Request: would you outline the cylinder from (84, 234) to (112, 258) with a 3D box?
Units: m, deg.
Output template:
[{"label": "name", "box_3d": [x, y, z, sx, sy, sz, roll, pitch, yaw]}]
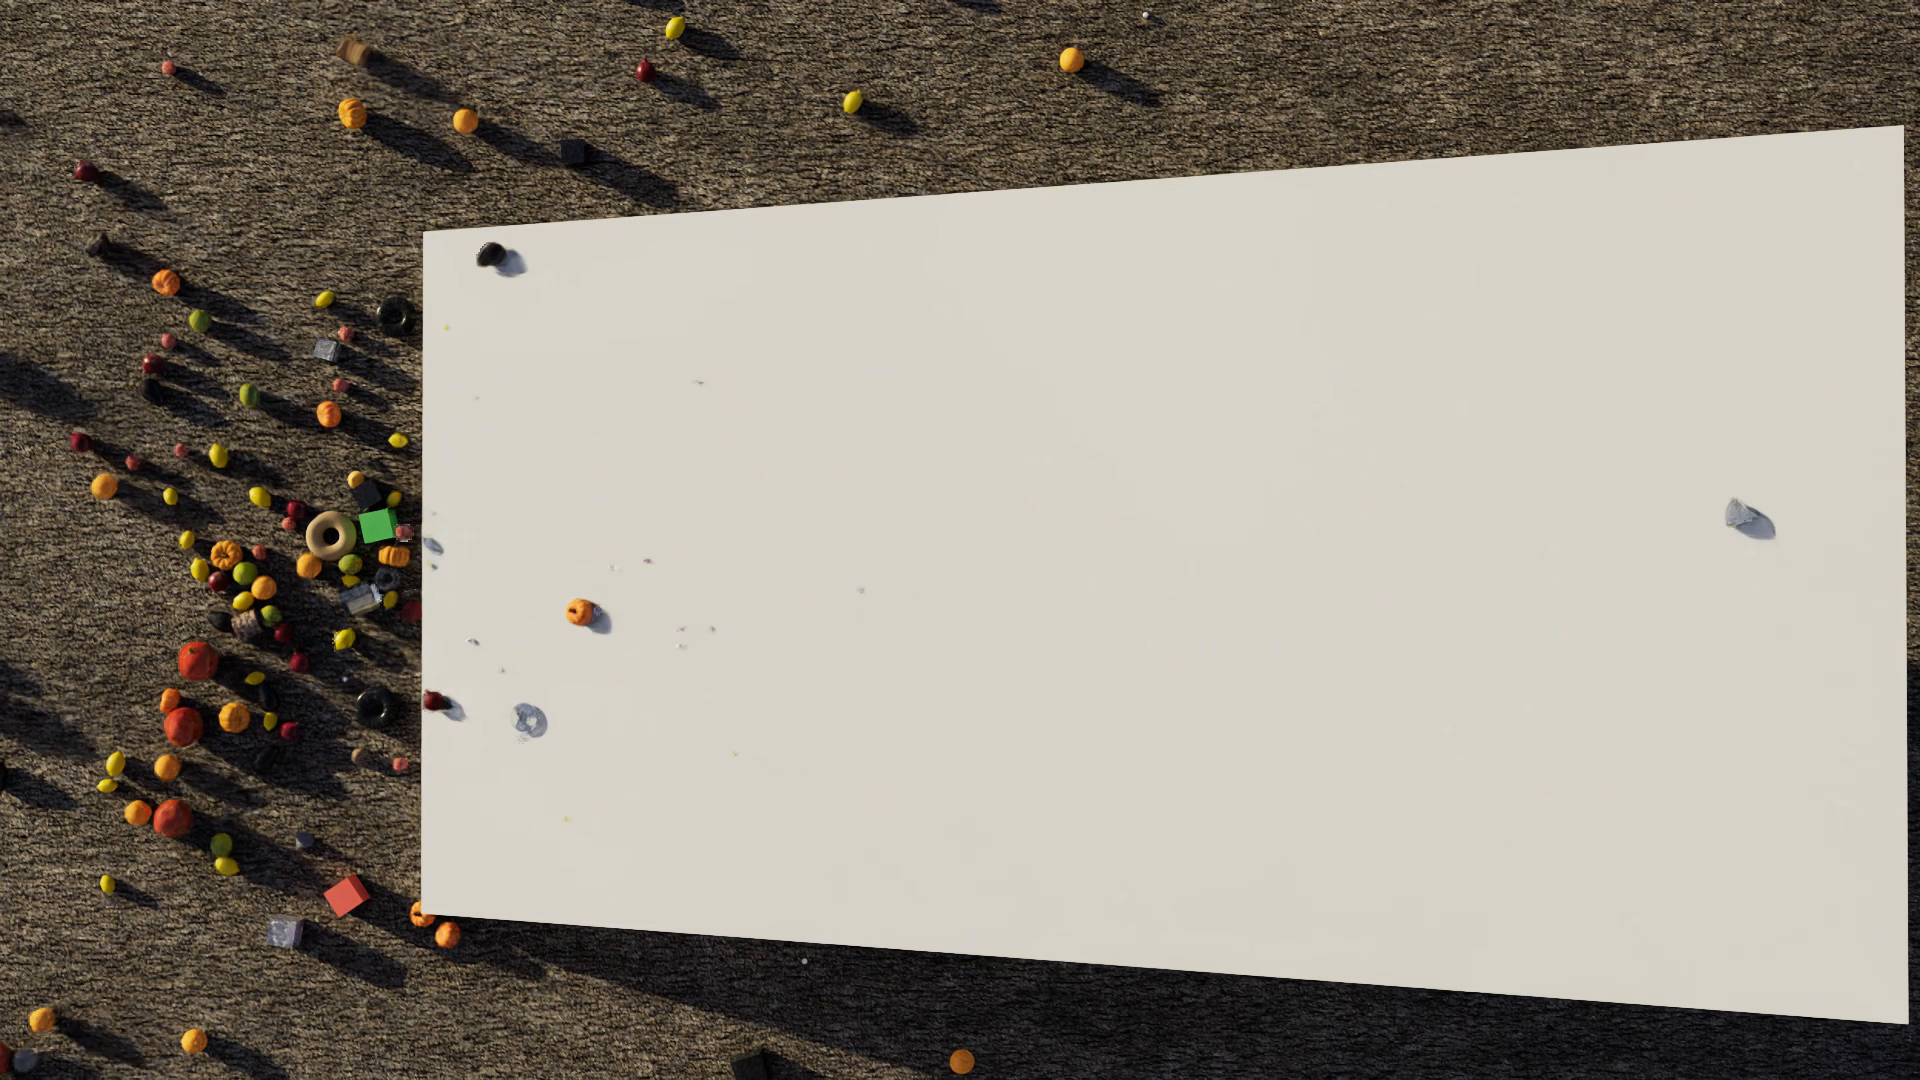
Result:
[{"label": "cylinder", "box_3d": [-2.559, -0.874, 6.528, 0.057, 0.057, 0.057, -20, 89, 0]}]

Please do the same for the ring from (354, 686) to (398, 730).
[{"label": "ring", "box_3d": [-1.730, 0.498, 6.519, 0.131, 0.044, 0.131, 0, 90, 1]}]

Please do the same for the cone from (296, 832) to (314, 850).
[{"label": "cone", "box_3d": [-1.956, 0.903, 6.523, 0.055, 0.055, 0.055, 43, 116, 0]}]

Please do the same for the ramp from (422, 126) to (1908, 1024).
[{"label": "ramp", "box_3d": [0.283, 0.085, 5.719, 4.000, 0.100, 2.000, 0, 89, 23]}]

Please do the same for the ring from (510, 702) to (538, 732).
[{"label": "ring", "box_3d": [-1.247, 0.508, 6.292, 0.087, 0.029, 0.087, -1, 88, 24]}]

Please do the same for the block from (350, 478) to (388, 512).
[{"label": "block", "box_3d": [-1.749, -0.133, 6.512, 0.071, 0.071, 0.071, -31, 89, 0]}]

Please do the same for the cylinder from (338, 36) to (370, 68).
[{"label": "cylinder", "box_3d": [-1.799, -1.448, 6.529, 0.070, 0.070, 0.070, 26, 89, 0]}]

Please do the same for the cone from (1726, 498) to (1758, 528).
[{"label": "cone", "box_3d": [1.791, -0.056, 5.011, 0.067, 0.067, 0.067, 11, 89, -4]}]

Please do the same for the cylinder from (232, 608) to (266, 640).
[{"label": "cylinder", "box_3d": [-2.105, 0.249, 6.507, 0.073, 0.073, 0.073, -22, 89, 0]}]

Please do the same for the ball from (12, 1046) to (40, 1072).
[{"label": "ball", "box_3d": [-2.759, 1.534, 6.490, 0.075, 0.075, 0.075, 0, 89, 0]}]

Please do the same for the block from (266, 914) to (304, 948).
[{"label": "block", "box_3d": [-1.992, 1.154, 6.493, 0.078, 0.078, 0.078, 9, 89, 0]}]

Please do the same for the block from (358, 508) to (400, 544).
[{"label": "block", "box_3d": [-1.716, -0.041, 6.504, 0.087, 0.087, 0.087, -12, 89, 0]}]

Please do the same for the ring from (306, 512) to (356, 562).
[{"label": "ring", "box_3d": [-1.864, -0.012, 6.522, 0.149, 0.050, 0.149, 0, 90, -1]}]

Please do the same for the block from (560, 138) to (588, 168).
[{"label": "block", "box_3d": [-1.144, -1.148, 6.526, 0.069, 0.069, 0.069, -3, 89, 0]}]

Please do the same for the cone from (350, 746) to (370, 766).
[{"label": "cone", "box_3d": [-1.782, 0.642, 6.509, 0.058, 0.058, 0.058, 0, 89, 0]}]

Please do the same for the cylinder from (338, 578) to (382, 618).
[{"label": "cylinder", "box_3d": [-1.771, 0.173, 6.498, 0.093, 0.093, 0.093, -22, 89, 0]}]

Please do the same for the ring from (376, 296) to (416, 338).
[{"label": "ring", "box_3d": [-1.676, -0.662, 6.534, 0.123, 0.041, 0.123, 0, 88, 0]}]

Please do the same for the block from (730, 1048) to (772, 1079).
[{"label": "block", "box_3d": [-0.615, 1.562, 6.482, 0.090, 0.090, 0.090, -17, 89, 0]}]

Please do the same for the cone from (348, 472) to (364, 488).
[{"label": "cone", "box_3d": [-1.798, -0.180, 6.523, 0.050, 0.050, 0.050, 0, 89, 0]}]

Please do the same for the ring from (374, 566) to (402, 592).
[{"label": "ring", "box_3d": [-1.700, 0.115, 6.532, 0.080, 0.027, 0.080, 0, 88, 1]}]

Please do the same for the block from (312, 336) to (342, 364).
[{"label": "block", "box_3d": [-1.876, -0.564, 6.524, 0.058, 0.058, 0.058, 17, 89, 0]}]

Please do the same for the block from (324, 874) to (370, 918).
[{"label": "block", "box_3d": [-1.809, 1.049, 6.491, 0.085, 0.085, 0.085, -34, 89, 0]}]
